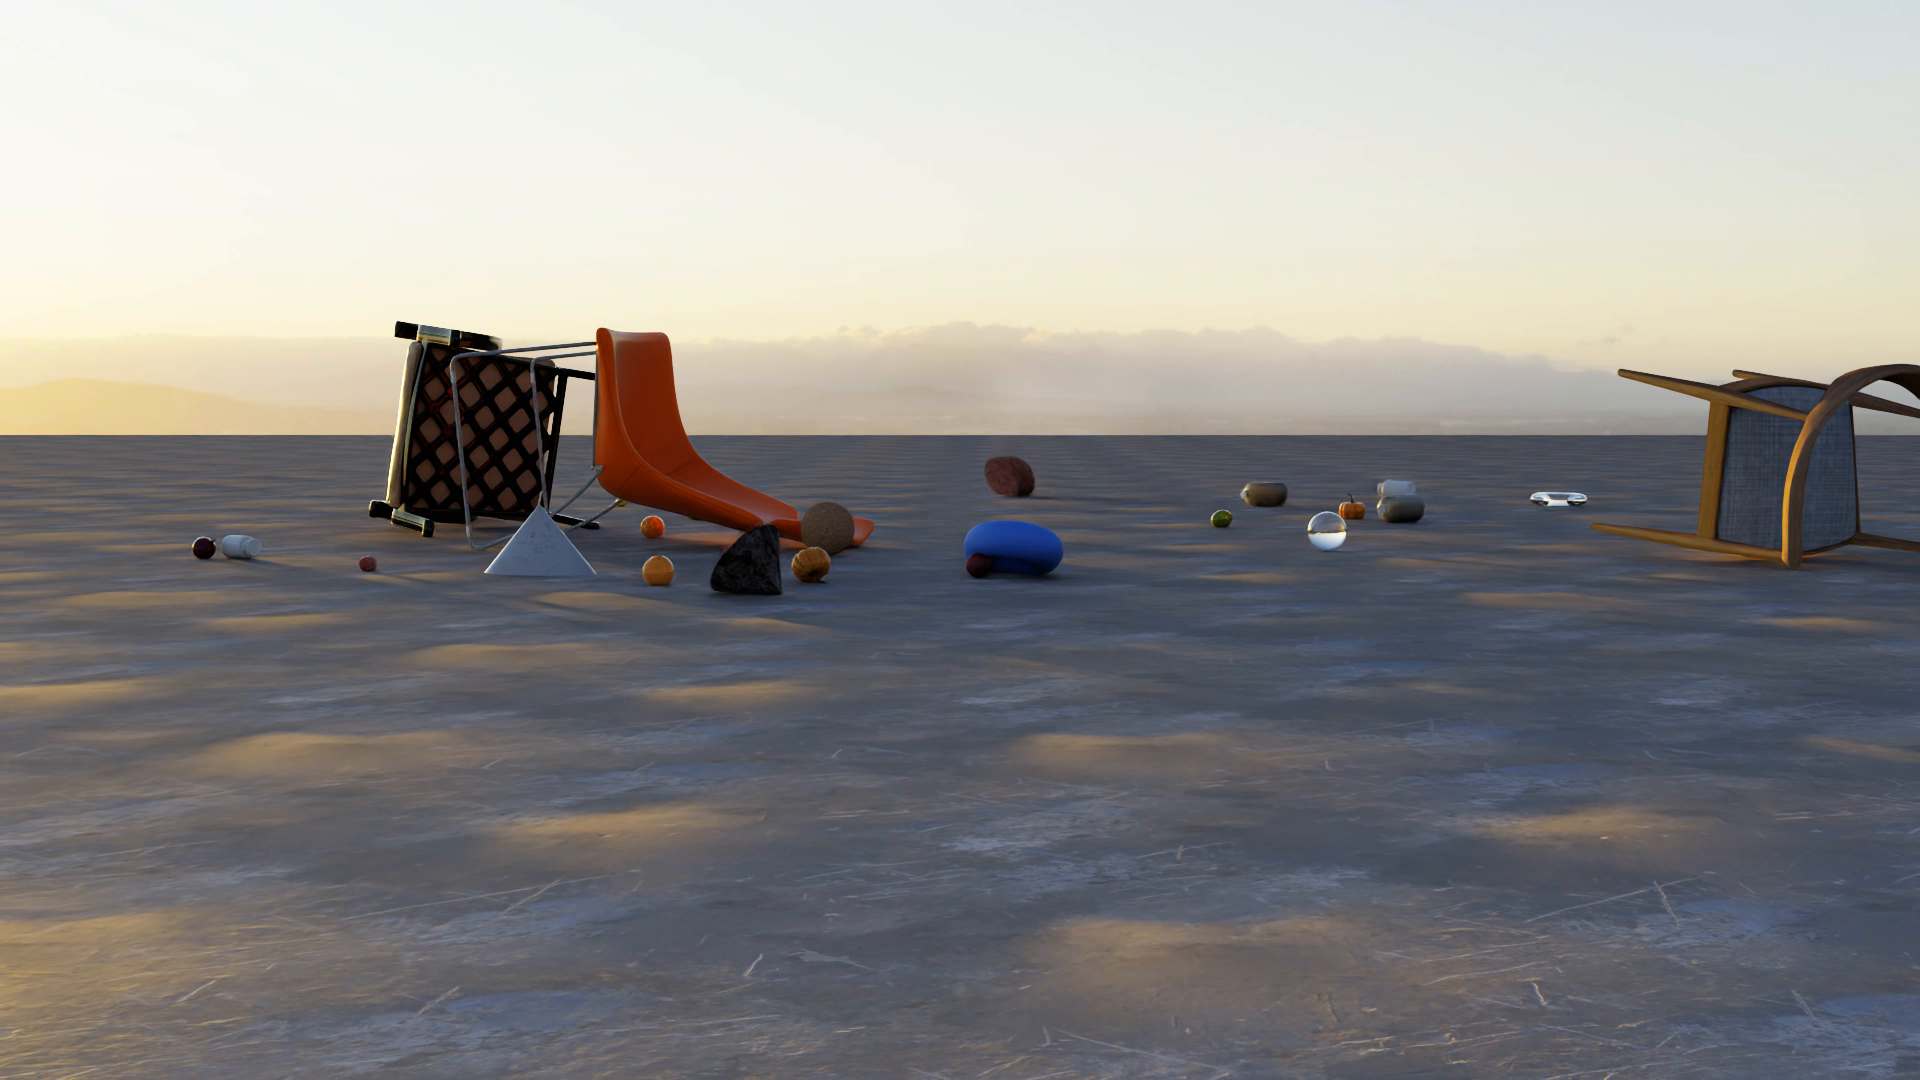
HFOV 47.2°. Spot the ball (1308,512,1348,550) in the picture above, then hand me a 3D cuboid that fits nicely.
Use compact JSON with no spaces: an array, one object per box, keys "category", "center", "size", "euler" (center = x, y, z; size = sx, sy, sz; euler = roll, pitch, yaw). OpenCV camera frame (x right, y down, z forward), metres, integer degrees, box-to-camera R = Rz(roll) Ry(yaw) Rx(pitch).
[{"category":"ball","center":[1.019,-0.024,6.105],"size":[0.109,0.109,0.109],"euler":[0,4,0]}]

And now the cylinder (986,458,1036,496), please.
[{"category":"cylinder","center":[0.211,-0.264,9.211],"size":[0.191,0.137,0.122],"euler":[47,28,23]}]

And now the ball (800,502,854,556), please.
[{"category":"ball","center":[-0.356,-0.030,5.914],"size":[0.146,0.146,0.146],"euler":[0,4,0]}]

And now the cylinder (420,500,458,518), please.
[{"category":"cylinder","center":[-1.831,-0.110,7.721],"size":[0.130,0.058,0.113],"euler":[3,3,-16]}]

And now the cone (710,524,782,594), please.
[{"category":"cone","center":[-0.431,0.080,4.820],"size":[0.121,0.194,0.232],"euler":[43,-5,16]}]

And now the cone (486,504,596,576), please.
[{"category":"cone","center":[-1.024,-0.004,5.360],"size":[0.291,0.170,0.128],"euler":[1,4,14]}]

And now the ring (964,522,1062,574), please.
[{"category":"ring","center":[0.128,0.021,5.301],"size":[0.225,0.090,0.297],"euler":[17,-15,-24]}]

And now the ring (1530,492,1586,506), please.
[{"category":"ring","center":[2.309,-0.157,8.484],"size":[0.213,0.049,0.207],"euler":[1,3,12]}]
